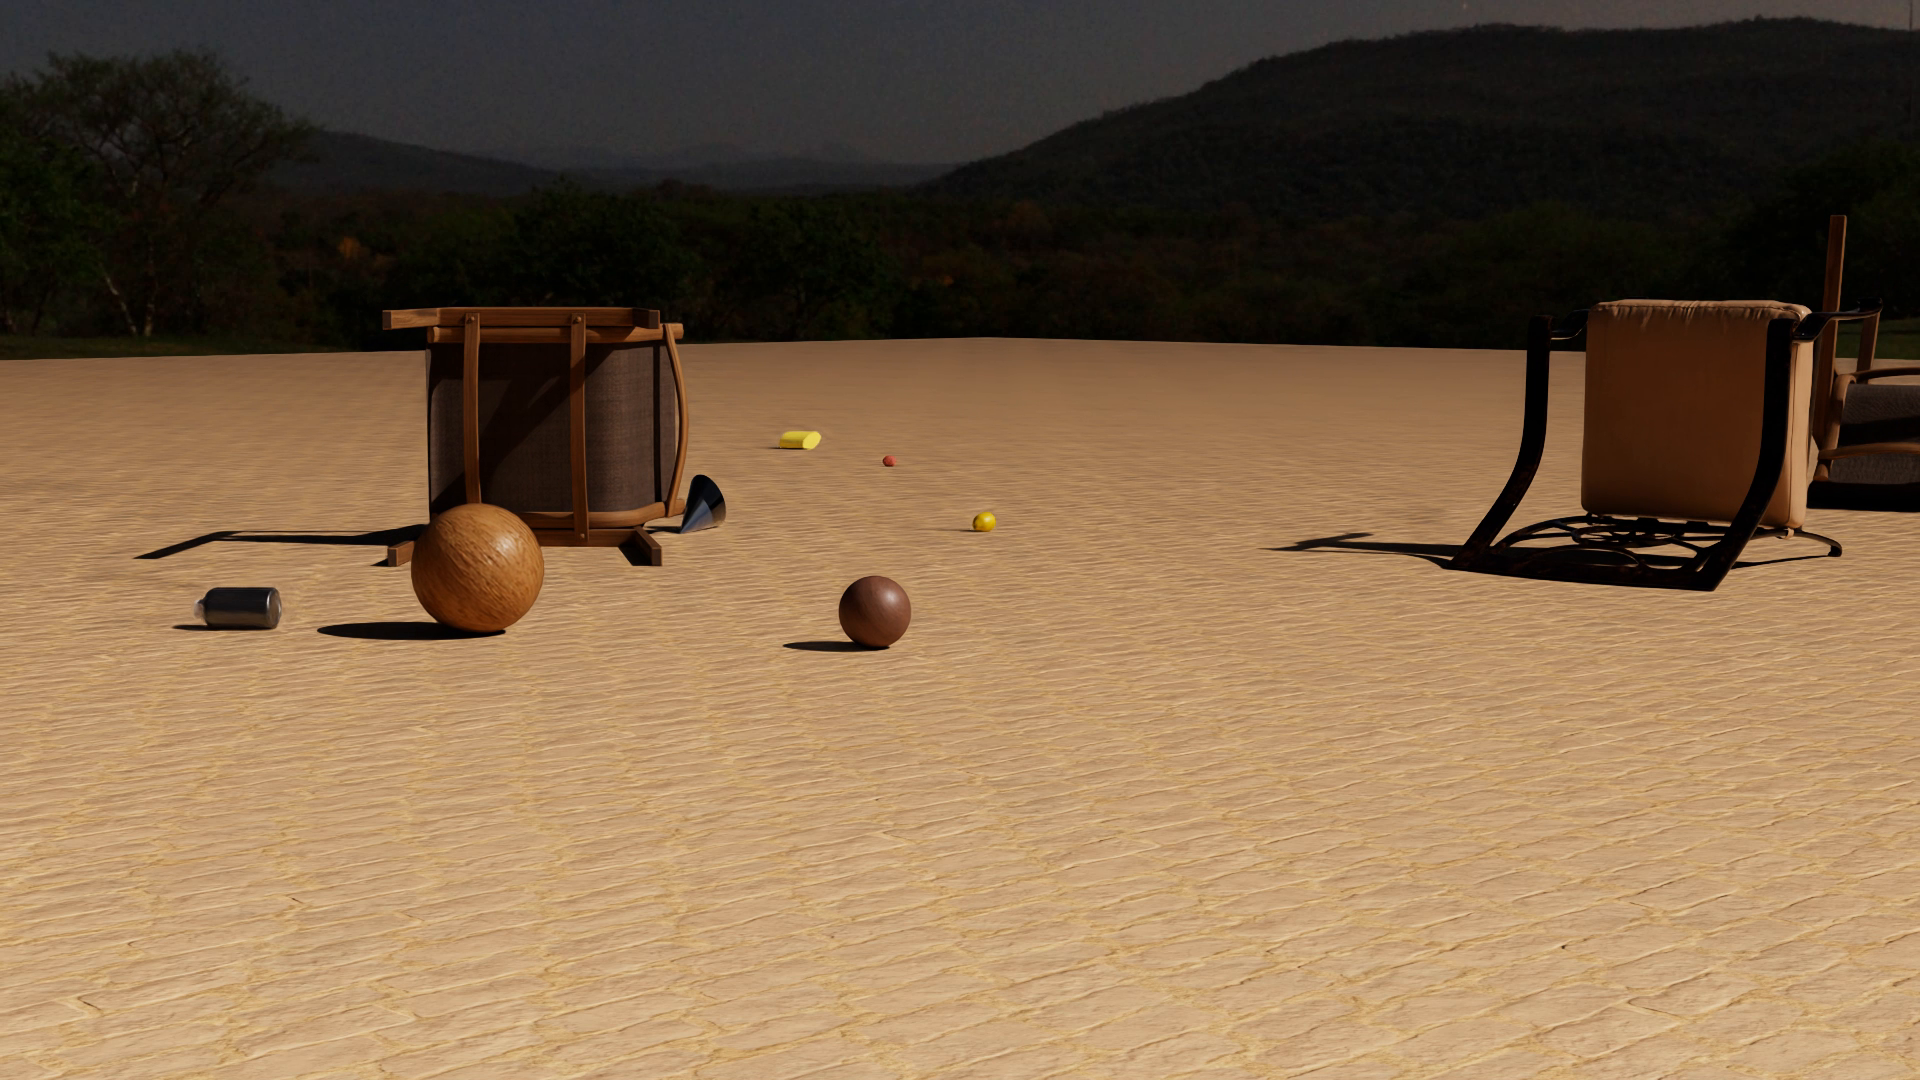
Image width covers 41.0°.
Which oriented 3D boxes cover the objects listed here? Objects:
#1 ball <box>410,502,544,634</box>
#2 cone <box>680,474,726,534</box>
[{"bbox_3d":[-0.888,0.052,4.721,0.242,0.242,0.242,0,6,0],"label":"ball"},{"bbox_3d":[-0.689,-0.059,6.637,0.092,0.152,0.202,-9,23,22],"label":"cone"}]
